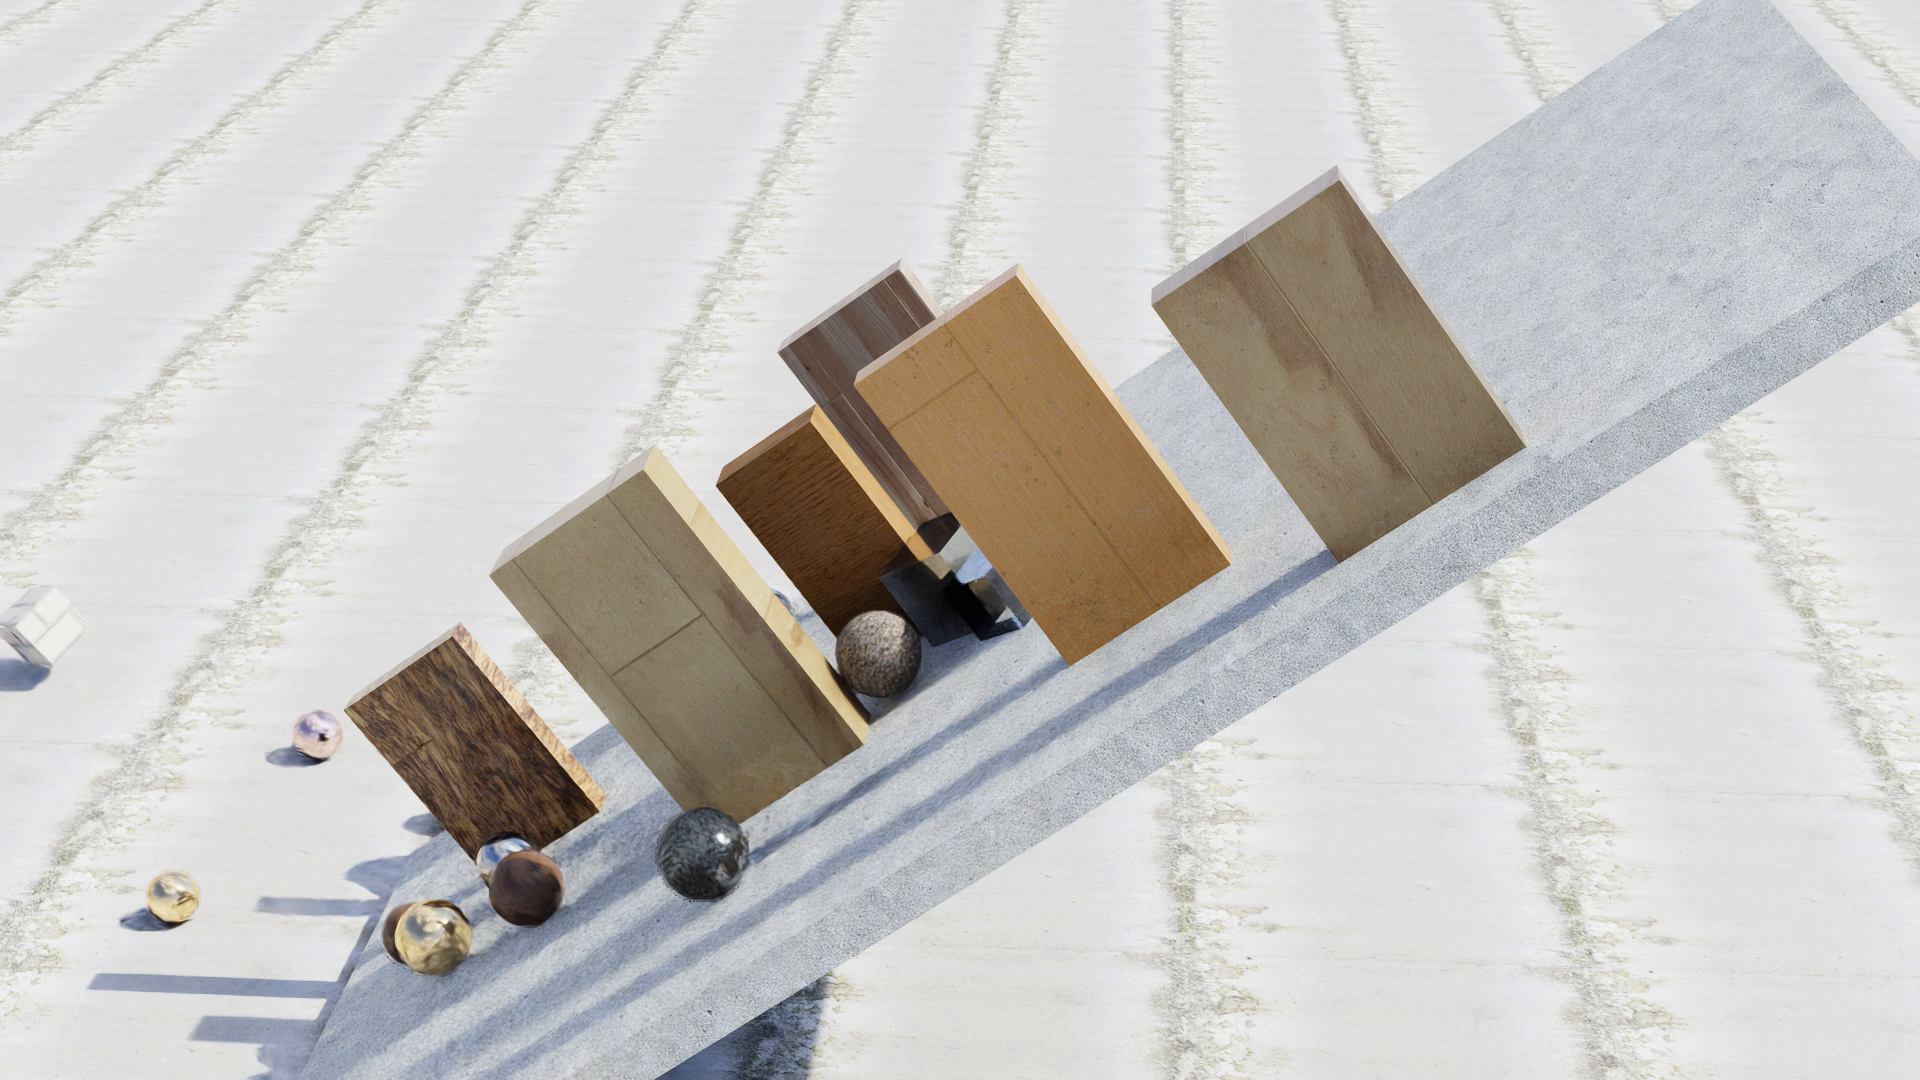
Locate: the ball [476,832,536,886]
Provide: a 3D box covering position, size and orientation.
[{"bbox_3d":[-1.050,0.750,6.828,0.145,0.145,0.145,0,22,0],"label":"ball"}]

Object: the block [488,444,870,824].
[{"bbox_3d":[-0.580,0.223,6.164,0.410,0.747,0.147,-33,16,16],"label":"block"}]

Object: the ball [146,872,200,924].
[{"bbox_3d":[-2.023,0.919,7.559,0.133,0.133,0.133,0,22,0],"label":"ball"}]

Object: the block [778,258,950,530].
[{"bbox_3d":[-0.109,-0.327,6.996,0.359,0.591,0.090,-33,16,16],"label":"block"}]

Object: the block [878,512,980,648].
[{"bbox_3d":[-0.005,0.072,6.353,0.200,0.200,0.200,-22,22,45],"label":"block"}]

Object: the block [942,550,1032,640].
[{"bbox_3d":[0.084,0.102,6.182,0.140,0.140,0.140,-20,23,48],"label":"block"}]

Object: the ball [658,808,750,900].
[{"bbox_3d":[-0.515,0.631,5.908,0.185,0.185,0.185,0,22,0],"label":"ball"}]

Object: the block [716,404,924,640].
[{"bbox_3d":[-0.262,0.000,6.483,0.261,0.545,0.118,-33,16,16],"label":"block"}]

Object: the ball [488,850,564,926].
[{"bbox_3d":[-0.961,0.772,6.519,0.169,0.169,0.169,0,22,0],"label":"ball"}]

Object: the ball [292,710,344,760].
[{"bbox_3d":[-1.843,0.559,8.438,0.144,0.144,0.144,0,22,0],"label":"ball"}]

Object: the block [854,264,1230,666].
[{"bbox_3d":[0.162,-0.137,5.630,0.378,0.705,0.081,-33,16,16],"label":"block"}]

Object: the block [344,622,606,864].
[{"bbox_3d":[-1.148,0.507,6.978,0.338,0.551,0.083,-33,16,16],"label":"block"}]

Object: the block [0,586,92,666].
[{"bbox_3d":[-2.785,0.262,8.922,0.172,0.172,0.172,-3,42,49],"label":"block"}]

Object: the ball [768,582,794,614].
[{"bbox_3d":[-0.466,0.160,7.296,0.109,0.109,0.109,0,22,0],"label":"ball"}]

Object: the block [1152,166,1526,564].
[{"bbox_3d":[0.669,-0.305,5.202,0.392,0.592,0.101,-33,16,16],"label":"block"}]

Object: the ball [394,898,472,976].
[{"bbox_3d":[-1.193,0.899,6.662,0.173,0.173,0.173,0,22,0],"label":"ball"}]

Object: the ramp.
[{"bbox_3d":[0.133,0.176,6.313,4.000,0.100,2.000,-33,16,16],"label":"ramp"}]

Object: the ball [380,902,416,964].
[{"bbox_3d":[-1.271,0.915,6.838,0.147,0.147,0.147,0,22,0],"label":"ball"}]

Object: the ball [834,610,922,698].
[{"bbox_3d":[-0.174,0.244,6.261,0.185,0.185,0.185,0,22,0],"label":"ball"}]
